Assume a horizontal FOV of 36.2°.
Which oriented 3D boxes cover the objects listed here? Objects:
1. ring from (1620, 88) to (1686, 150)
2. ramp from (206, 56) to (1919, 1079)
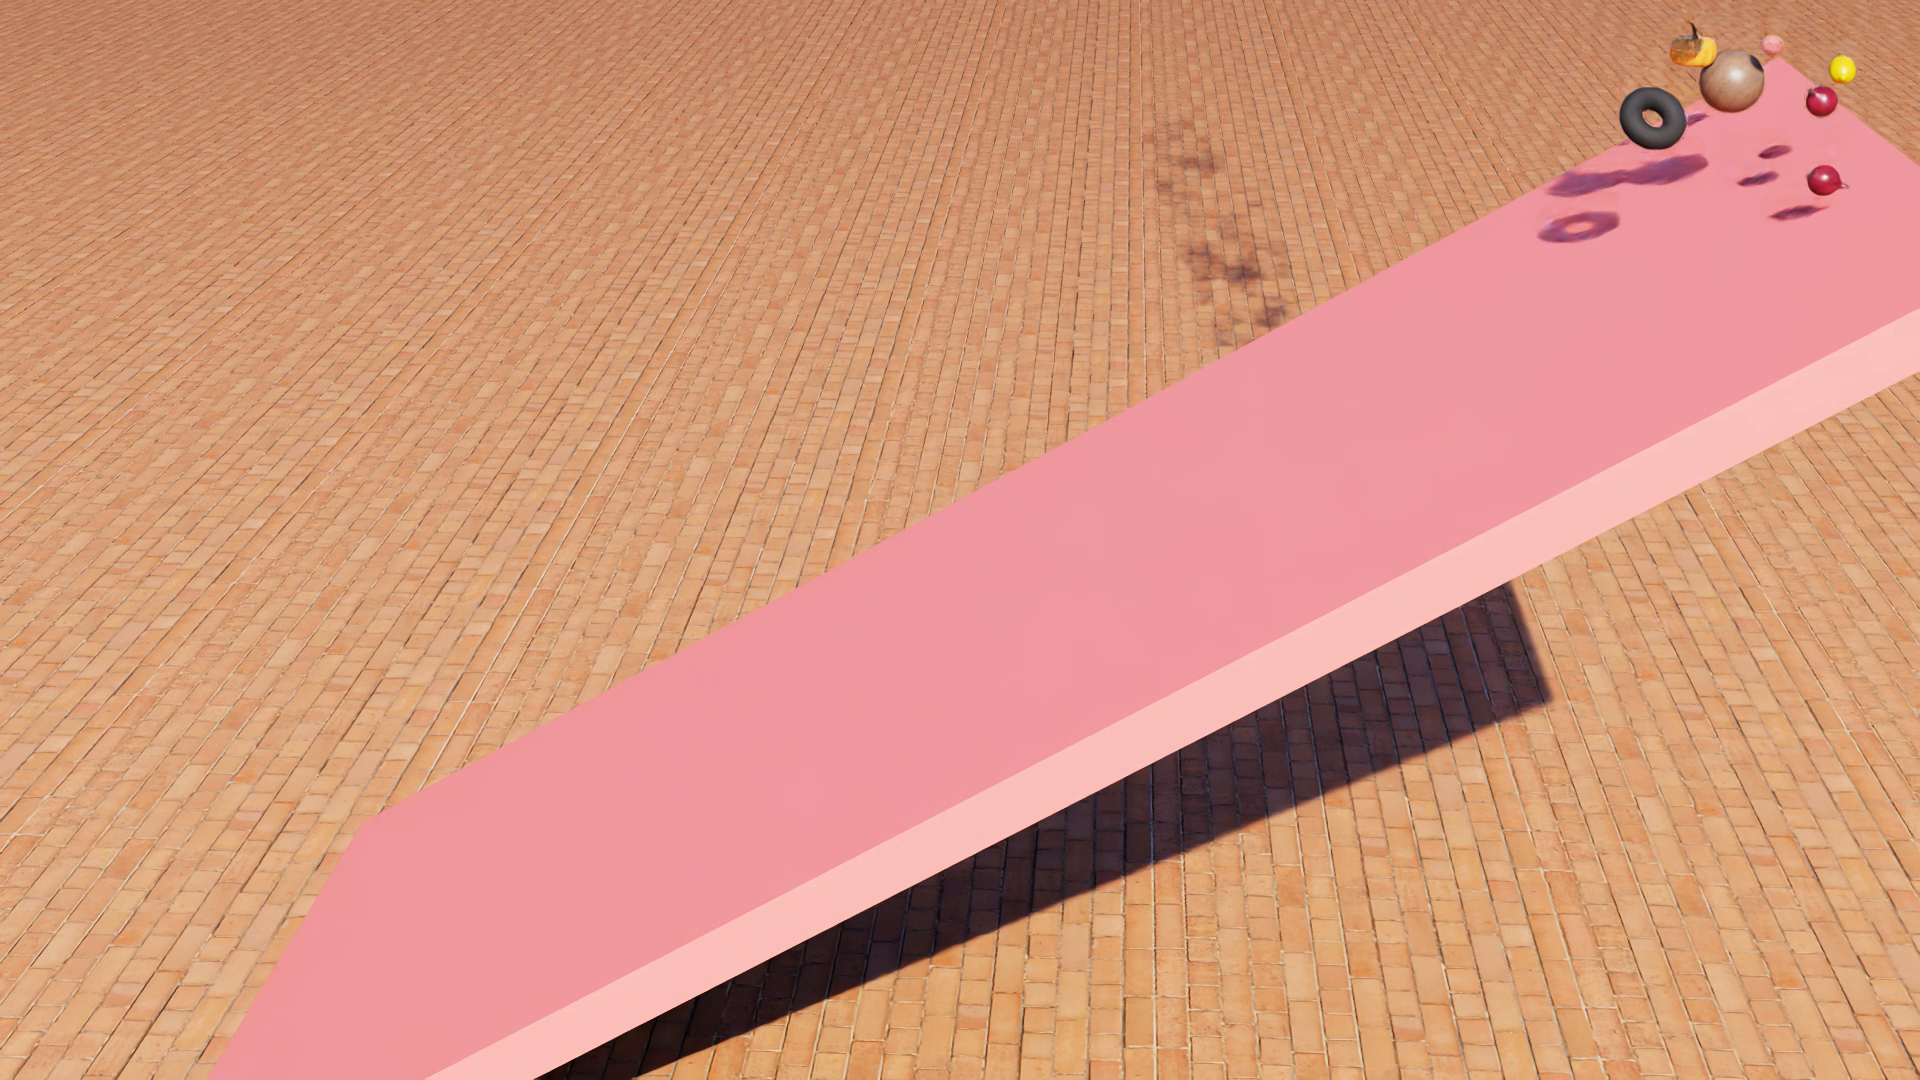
[{"bbox_3d":[1.372,-0.835,5.823,0.136,0.136,0.045,-4,-20,-12],"label":"ring"},{"bbox_3d":[0.142,0.168,6.285,4.000,0.100,2.000,-28,15,12],"label":"ramp"}]
